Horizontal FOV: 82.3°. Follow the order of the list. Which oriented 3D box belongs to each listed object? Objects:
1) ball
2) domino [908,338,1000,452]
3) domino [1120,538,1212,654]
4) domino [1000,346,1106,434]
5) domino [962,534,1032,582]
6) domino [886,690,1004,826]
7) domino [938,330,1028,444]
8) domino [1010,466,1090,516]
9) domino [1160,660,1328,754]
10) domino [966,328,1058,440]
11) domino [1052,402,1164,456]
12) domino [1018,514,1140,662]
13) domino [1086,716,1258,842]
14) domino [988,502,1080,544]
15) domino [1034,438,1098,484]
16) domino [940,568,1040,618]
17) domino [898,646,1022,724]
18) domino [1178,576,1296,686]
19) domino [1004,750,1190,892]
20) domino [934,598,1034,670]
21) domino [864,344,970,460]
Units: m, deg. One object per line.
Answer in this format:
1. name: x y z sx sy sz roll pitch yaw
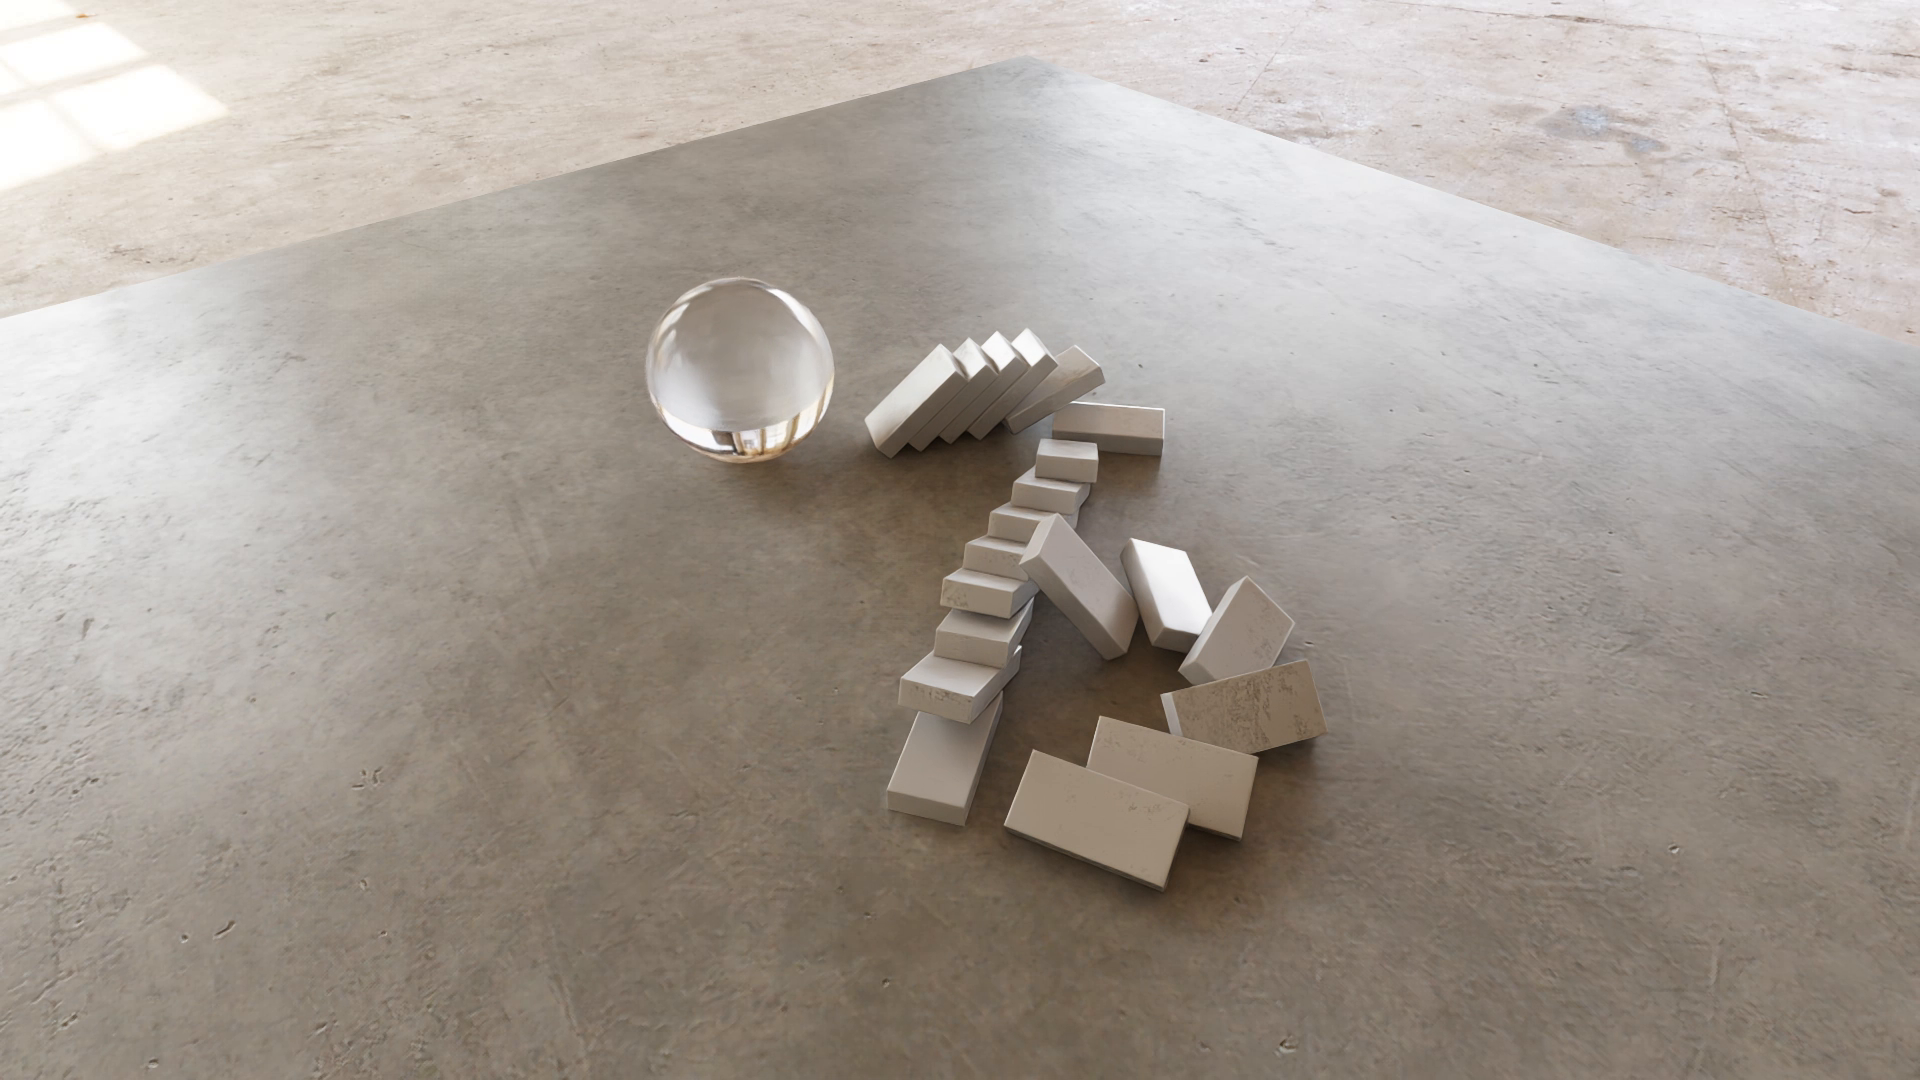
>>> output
1. ball: -0.095 -0.073 0.477 0.080 0.080 0.080 0 39 0
2. domino: -0.007 -0.066 0.499 0.050 0.010 0.025 -43 40 15
3. domino: 0.078 0.021 0.411 0.025 0.010 0.050 13 36 -19
4. domino: 0.040 -0.070 0.515 0.050 0.009 0.025 -30 40 -5
5. domino: 0.022 0.005 0.418 0.025 0.010 0.050 11 12 19
6. domino: -0.004 0.068 0.360 0.025 0.010 0.050 10 40 12
7. domino: 0.006 -0.070 0.504 0.050 0.009 0.025 -44 40 14
8. domino: 0.038 -0.021 0.452 0.025 0.010 0.050 10 14 12
9. domino: 0.094 0.057 0.363 0.050 0.010 0.025 -11 81 -13
10. domino: 0.020 -0.072 0.507 0.050 0.009 0.025 -43 40 15
11. domino: 0.068 -0.052 0.506 0.050 0.010 0.025 6 40 7
12. domino: 0.044 0.017 0.396 0.010 0.050 0.025 -29 21 39
13. domino: 0.065 0.074 0.344 0.050 0.010 0.025 13 71 15
14. domino: 0.030 -0.008 0.435 0.025 0.010 0.050 11 13 15
15. domino: 0.046 -0.034 0.468 0.025 0.010 0.050 6 13 5
16. domino: 0.013 0.016 0.402 0.025 0.009 0.050 10 11 15
17. domino: 0.001 0.045 0.371 0.025 0.009 0.050 12 17 18
18. domino: 0.098 0.037 0.388 0.025 0.009 0.050 44 49 -1
19. domino: 0.041 0.084 0.332 0.050 0.009 0.025 17 68 19
20. domino: 0.009 0.030 0.391 0.025 0.009 0.050 9 17 11
21. domino: -0.020 -0.063 0.495 0.050 0.010 0.025 -43 40 15
